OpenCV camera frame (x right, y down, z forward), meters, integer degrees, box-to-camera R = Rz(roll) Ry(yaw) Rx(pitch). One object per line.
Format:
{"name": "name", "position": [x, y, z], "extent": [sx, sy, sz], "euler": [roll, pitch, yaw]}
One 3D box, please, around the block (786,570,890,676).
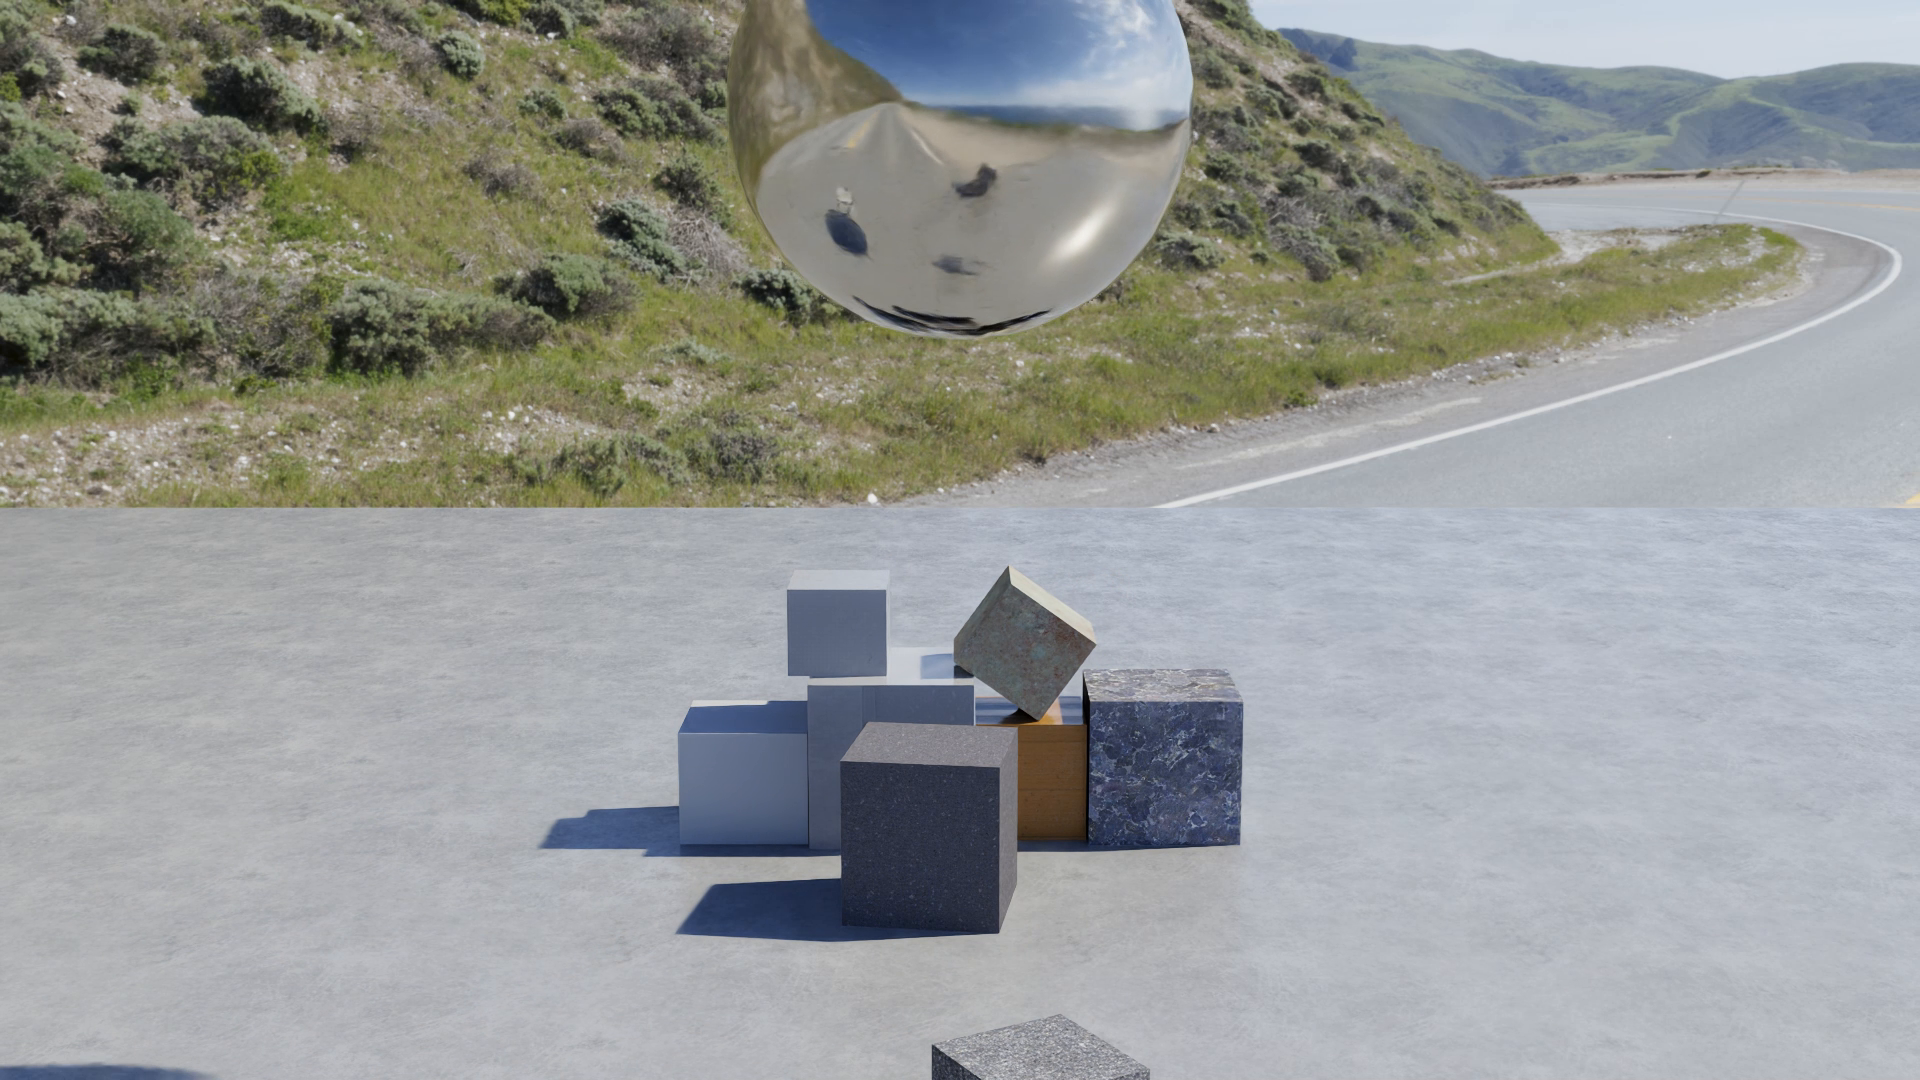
{"name": "block", "position": [-0.616, 0.421, 11.276], "extent": [0.498, 0.445, 0.506], "euler": [0, 10, 0]}

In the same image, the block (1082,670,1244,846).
{"name": "block", "position": [1.032, 1.111, 11.367], "extent": [0.765, 0.747, 0.684], "euler": [0, 10, 0]}

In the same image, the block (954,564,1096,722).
{"name": "block", "position": [0.327, 0.523, 11.297], "extent": [0.533, 0.492, 0.506], "euler": [35, 8, -6]}

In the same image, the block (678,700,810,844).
{"name": "block", "position": [-1.090, 1.194, 11.389], "extent": [0.648, 0.576, 0.665], "euler": [0, 10, 0]}

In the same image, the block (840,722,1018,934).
{"name": "block", "position": [-0.131, 1.316, 10.173], "extent": [0.718, 0.772, 0.680], "euler": [1, 10, 8]}

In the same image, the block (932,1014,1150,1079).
{"name": "block", "position": [0.257, 1.959, 7.186], "extent": [0.506, 0.575, 0.525], "euler": [-6, 12, -30]}

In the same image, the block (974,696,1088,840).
{"name": "block", "position": [0.359, 1.176, 11.392], "extent": [0.560, 0.609, 0.573], "euler": [0, 10, 0]}

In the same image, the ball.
{"name": "ball", "position": [0.000, -1.490, 7.549], "extent": [1.600, 1.600, 1.600], "euler": [0, 10, 0]}

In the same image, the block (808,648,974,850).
{"name": "block", "position": [-0.343, 1.061, 11.364], "extent": [0.825, 0.846, 0.828], "euler": [0, 10, 0]}
